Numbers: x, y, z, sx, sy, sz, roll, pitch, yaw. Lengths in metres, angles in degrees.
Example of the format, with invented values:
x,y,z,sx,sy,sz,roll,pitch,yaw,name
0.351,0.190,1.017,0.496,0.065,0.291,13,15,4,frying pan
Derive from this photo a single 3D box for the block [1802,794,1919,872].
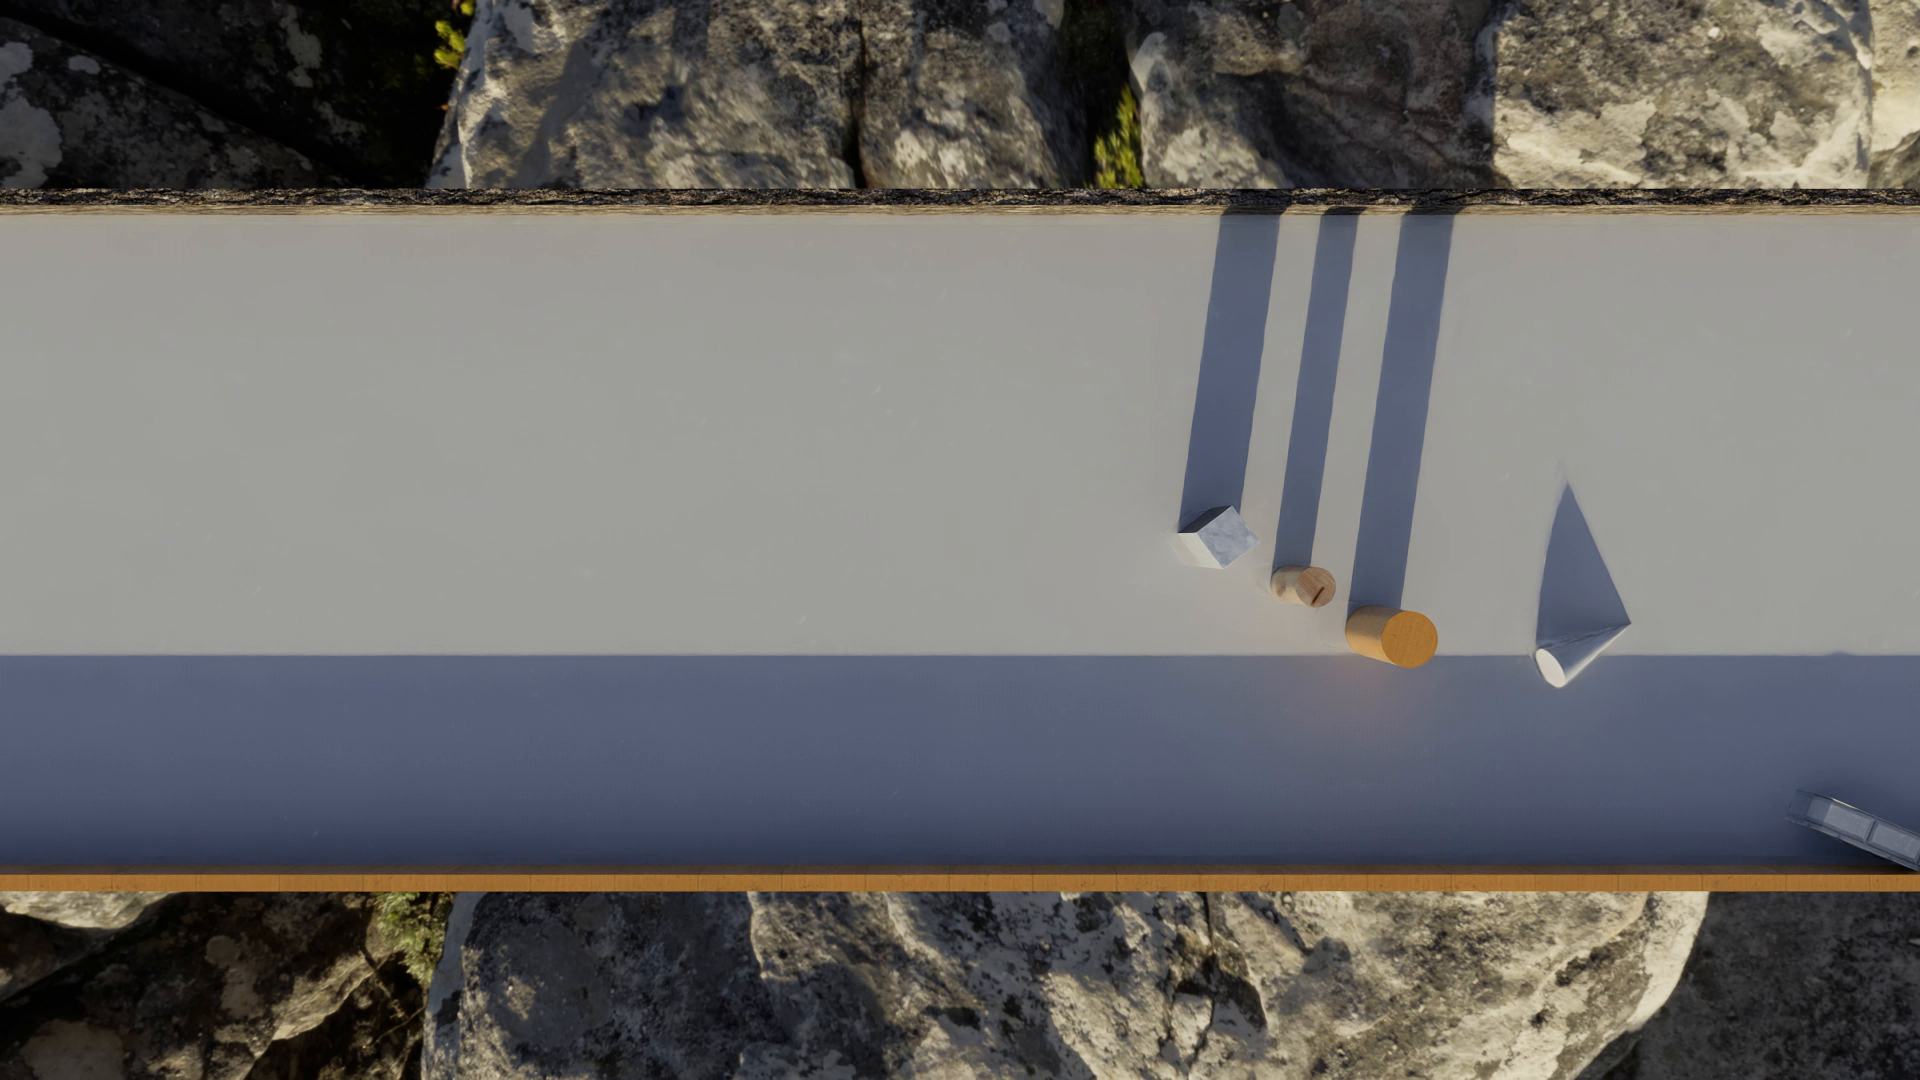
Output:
x,y,z,sx,sy,sz,roll,pitch,yaw,name
2.760,0.889,5.024,0.320,0.105,0.105,23,90,0,block

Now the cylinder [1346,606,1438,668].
x,y,z,sx,sy,sz,roll,pitch,yaw,name
1.265,0.280,4.858,0.160,0.437,0.160,0,90,0,cylinder

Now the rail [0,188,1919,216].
x,y,z,sx,sy,sz,roll,pitch,yaw,name
-2.247,-1.025,5.002,12.000,0.150,0.050,0,90,0,rail

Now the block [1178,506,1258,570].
x,y,z,sx,sy,sz,roll,pitch,yaw,name
0.759,-0.008,4.877,0.129,0.399,0.129,-37,90,0,block

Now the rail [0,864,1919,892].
x,y,z,sx,sy,sz,roll,pitch,yaw,name
-2.247,1.025,5.001,12.000,0.150,0.050,0,90,0,rail

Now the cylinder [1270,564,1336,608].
x,y,z,sx,sy,sz,roll,pitch,yaw,name
1.013,0.134,4.885,0.116,0.383,0.116,0,90,0,cylinder

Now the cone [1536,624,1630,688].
x,y,z,sx,sy,sz,roll,pitch,yaw,name
1.931,0.323,5.045,0.313,0.128,0.128,-26,90,-12,cone
